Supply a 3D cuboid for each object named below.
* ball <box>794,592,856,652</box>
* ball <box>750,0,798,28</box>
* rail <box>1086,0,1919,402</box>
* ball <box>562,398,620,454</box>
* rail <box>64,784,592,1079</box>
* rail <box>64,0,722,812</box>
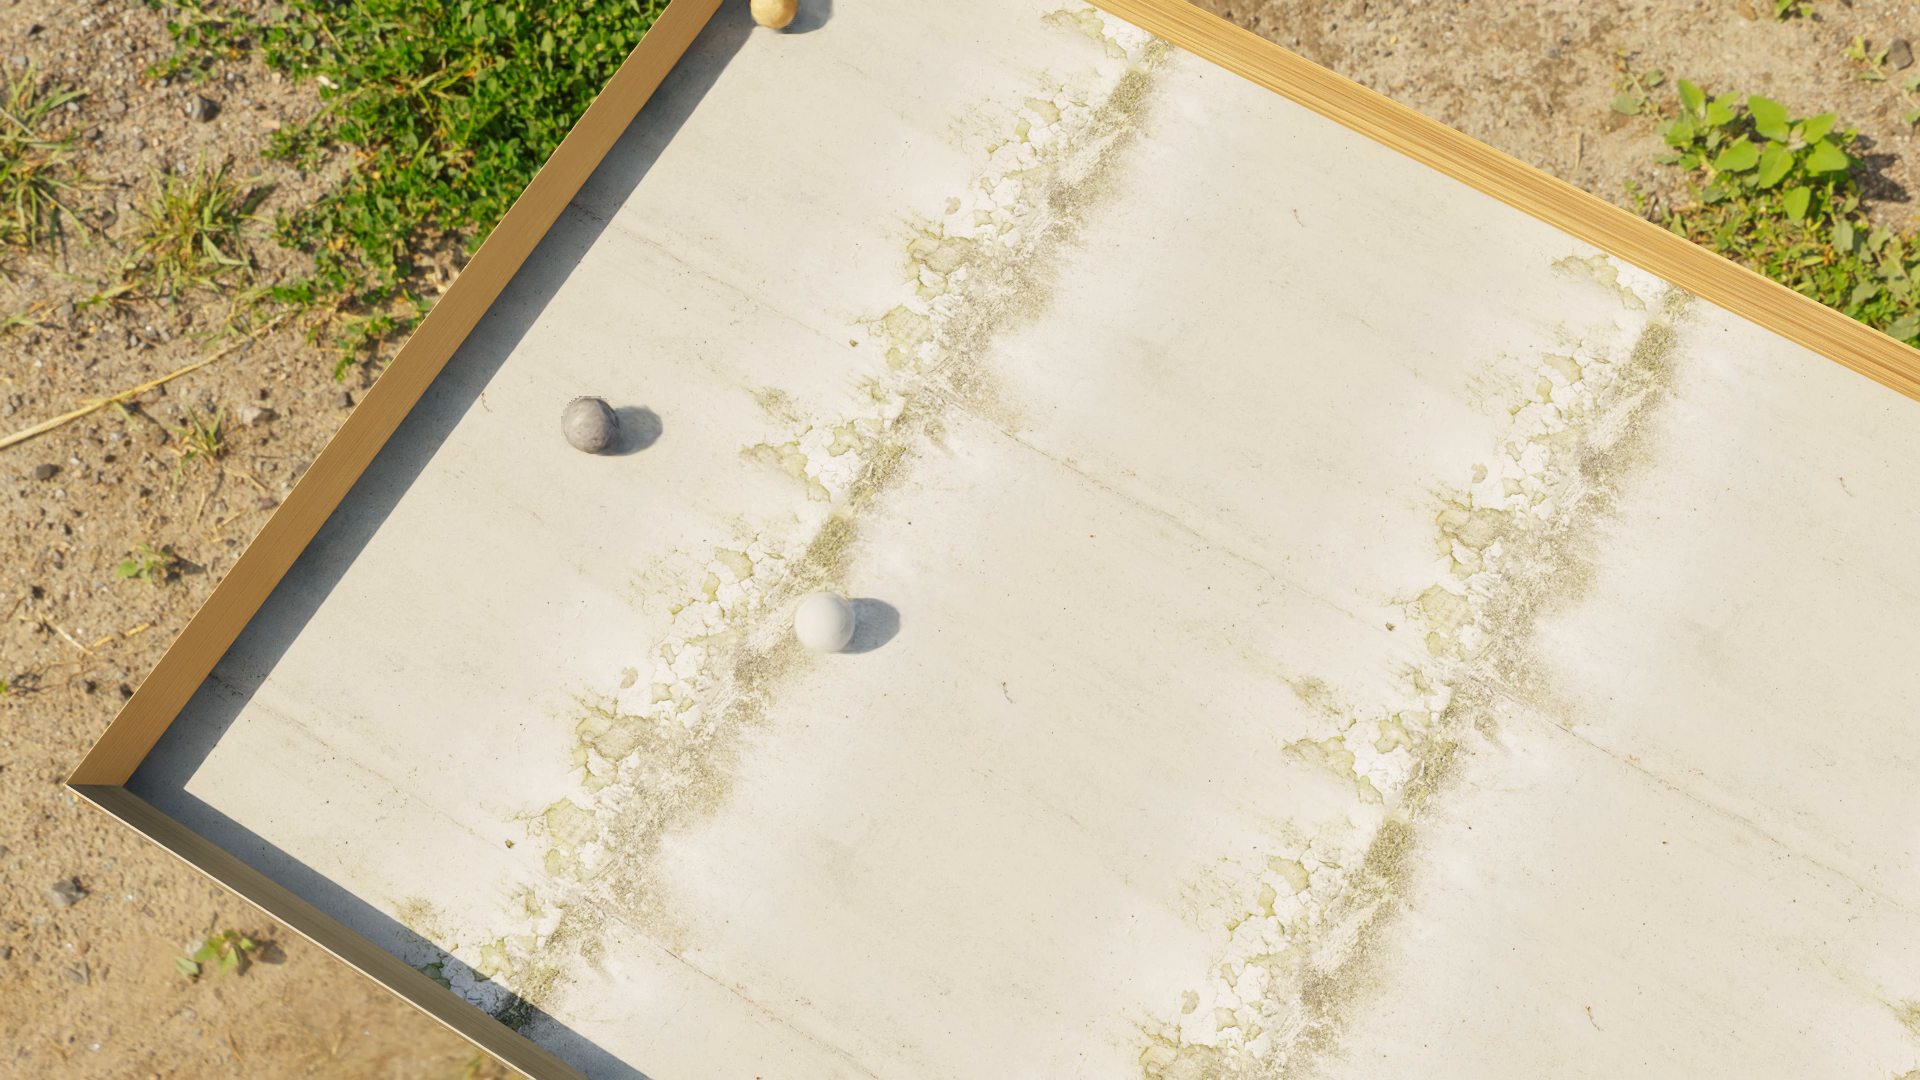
[{"bbox_3d":[-0.211,0.128,3.443,0.096,0.096,0.096,0,67,0],"label":"ball"},{"bbox_3d":[-0.330,-0.951,3.904,0.086,0.086,0.086,0,67,0],"label":"ball"},{"bbox_3d":[1.318,-0.381,3.641,3.716,0.124,0.045,29,70,11],"label":"rail"},{"bbox_3d":[-0.600,-0.186,3.578,0.091,0.091,0.091,0,67,0],"label":"ball"},{"bbox_3d":[0.282,1.237,2.957,3.716,0.124,0.045,29,70,11],"label":"rail"},{"bbox_3d":[-0.780,-0.430,3.662,0.045,0.124,2.087,29,70,11],"label":"rail"}]
